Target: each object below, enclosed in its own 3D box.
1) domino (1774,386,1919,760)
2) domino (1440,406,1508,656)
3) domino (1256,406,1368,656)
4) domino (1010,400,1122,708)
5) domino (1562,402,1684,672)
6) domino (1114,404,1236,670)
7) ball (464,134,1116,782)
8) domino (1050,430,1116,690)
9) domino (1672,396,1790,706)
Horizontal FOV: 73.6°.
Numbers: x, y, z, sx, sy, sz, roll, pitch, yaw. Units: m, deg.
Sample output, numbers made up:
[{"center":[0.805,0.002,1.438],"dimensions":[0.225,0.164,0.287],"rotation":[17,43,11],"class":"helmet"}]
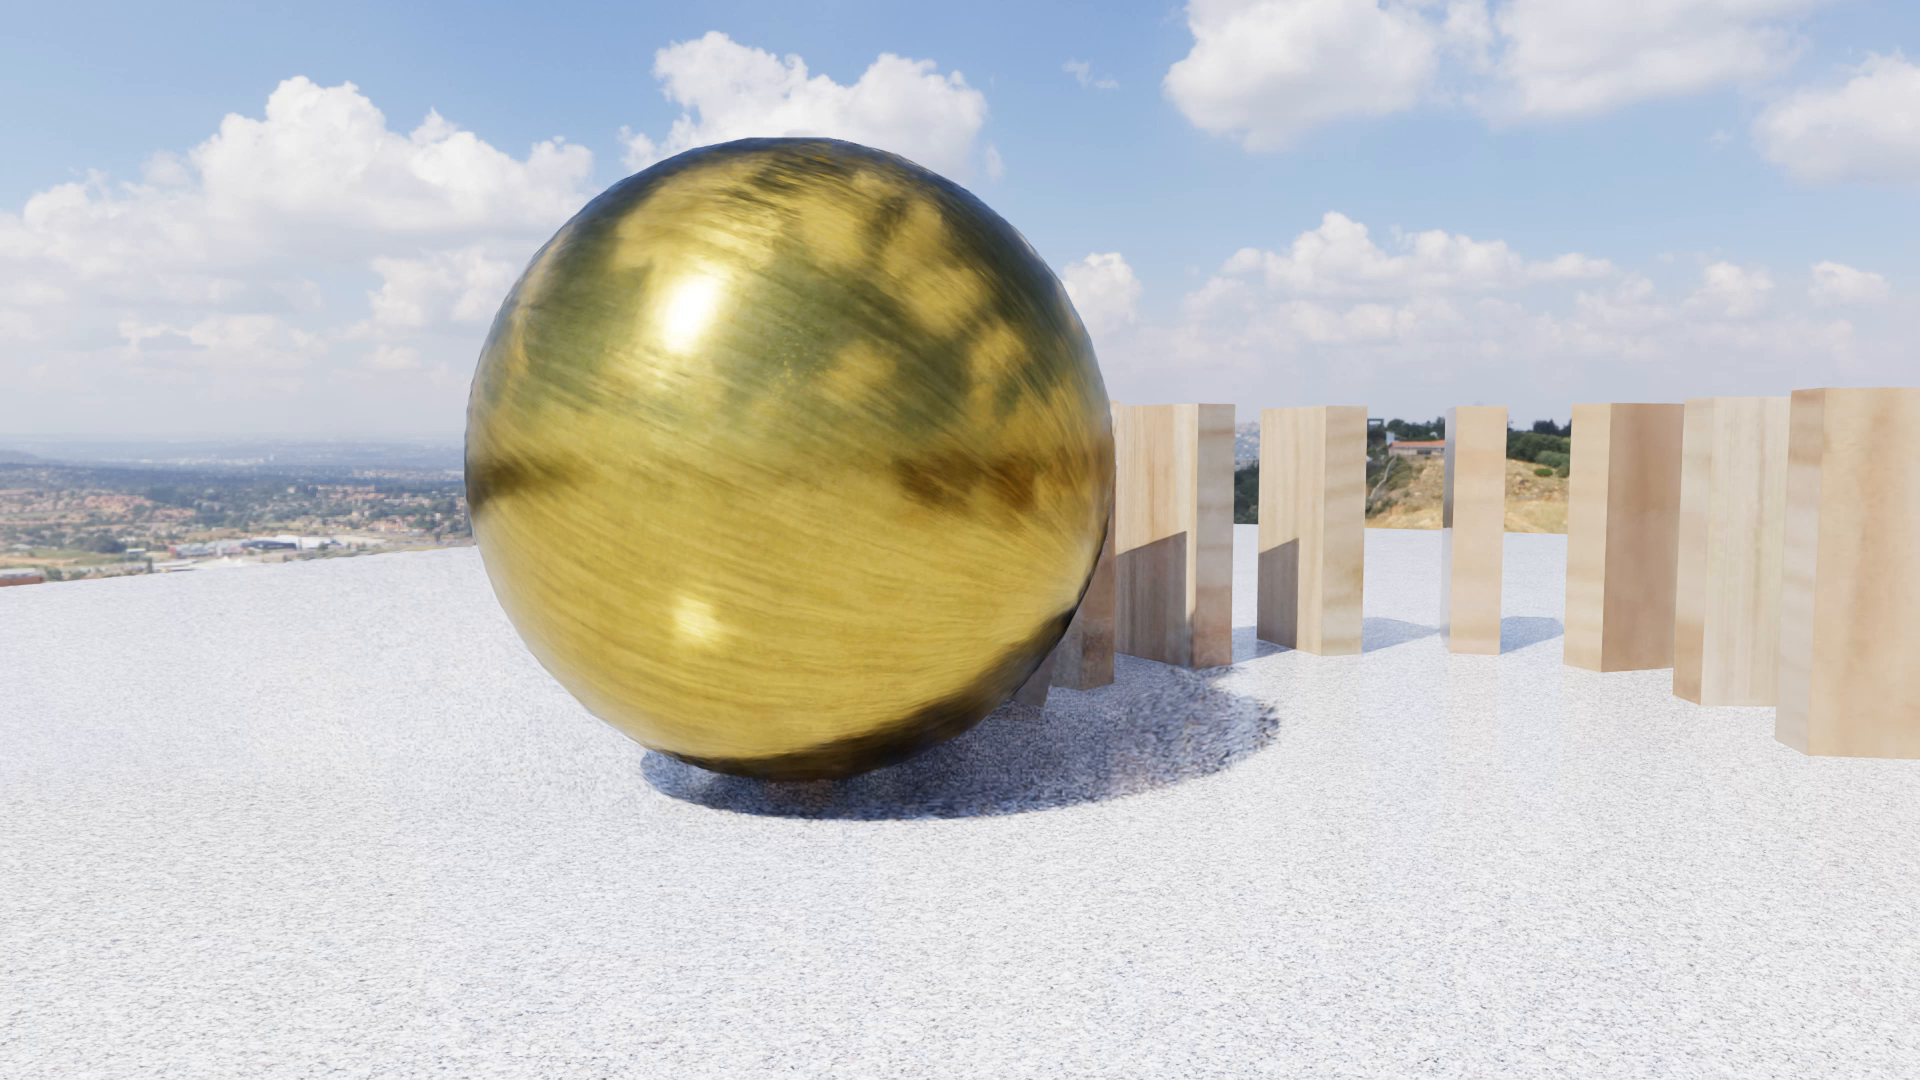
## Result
[{"center":[0.129,0.004,0.176],"dimensions":[0.025,0.050,0.010],"rotation":[1,4,9],"class":"domino"},{"center":[0.108,-0.003,0.270],"dimensions":[0.010,0.050,0.025],"rotation":[1,4,16],"class":"domino"},{"center":[0.073,-0.003,0.268],"dimensions":[0.009,0.050,0.025],"rotation":[-1,4,-17],"class":"domino"},{"center":[0.007,-0.001,0.206],"dimensions":[0.025,0.050,0.010],"rotation":[15,-8,-1],"class":"domino"},{"center":[0.130,-0.001,0.245],"dimensions":[0.025,0.050,0.010],"rotation":[-1,4,-17],"class":"domino"},{"center":[0.042,-0.001,0.254],"dimensions":[0.010,0.050,0.025],"rotation":[-3,5,-32],"class":"domino"},{"center":[-0.020,-0.010,0.164],"dimensions":[0.080,0.080,0.080],"rotation":[0,4,0],"class":"ball"},{"center":[0.015,0.000,0.231],"dimensions":[0.025,0.050,0.010],"rotation":[4,6,42],"class":"domino"},{"center":[0.133,0.002,0.211],"dimensions":[0.025,0.050,0.010],"rotation":[0,4,4],"class":"domino"}]
